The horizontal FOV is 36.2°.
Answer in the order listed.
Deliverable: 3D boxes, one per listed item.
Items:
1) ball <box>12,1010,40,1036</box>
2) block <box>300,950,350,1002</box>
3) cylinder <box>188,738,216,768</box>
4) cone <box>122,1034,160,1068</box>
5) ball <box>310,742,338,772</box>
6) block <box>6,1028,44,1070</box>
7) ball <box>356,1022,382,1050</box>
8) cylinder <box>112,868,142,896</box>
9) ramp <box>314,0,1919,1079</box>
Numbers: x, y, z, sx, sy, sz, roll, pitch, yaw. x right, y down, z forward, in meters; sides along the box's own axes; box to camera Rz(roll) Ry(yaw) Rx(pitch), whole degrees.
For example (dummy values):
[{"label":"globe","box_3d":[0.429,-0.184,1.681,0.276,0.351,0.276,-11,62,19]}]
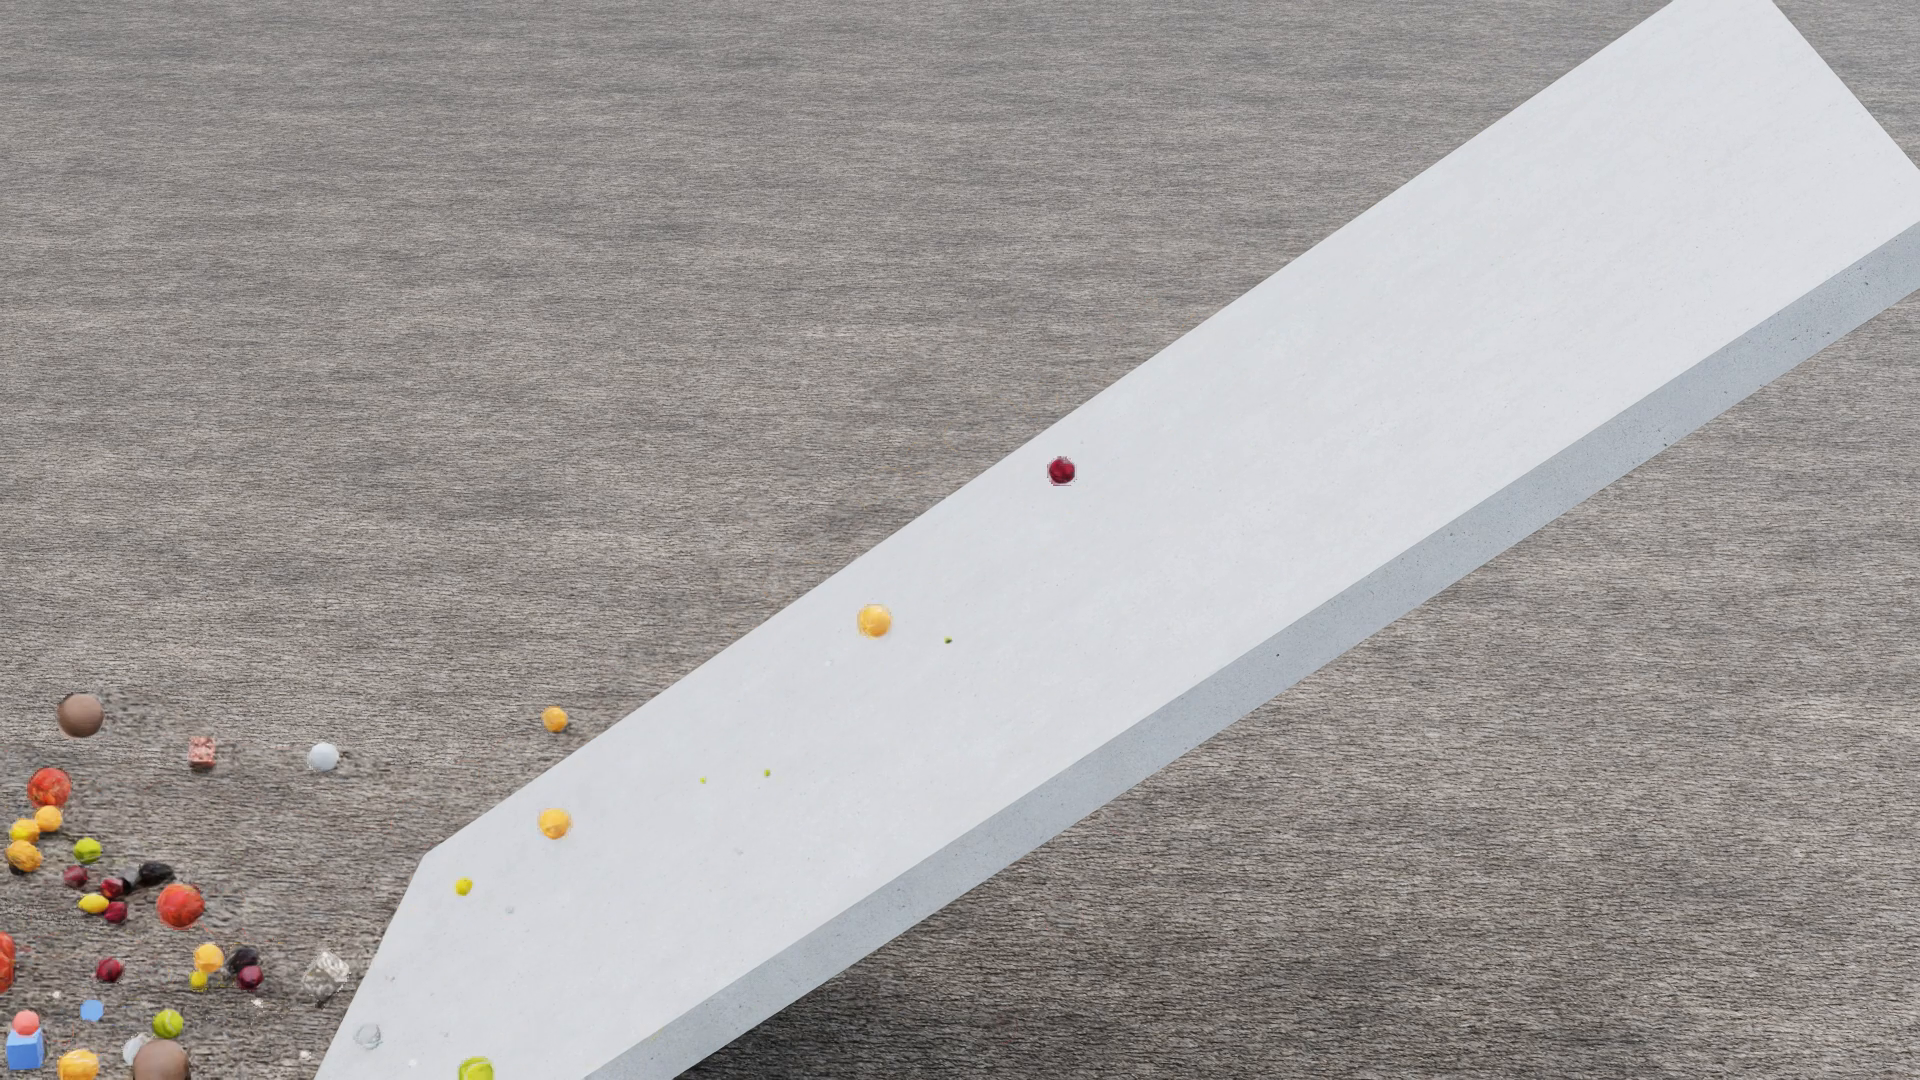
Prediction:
[{"label":"ball","box_3d":[-2.196,1.137,6.917,0.060,0.060,0.060,0,23,0]},{"label":"block","box_3d":[-1.571,1.077,7.277,0.076,0.076,0.076,40,20,-10]},{"label":"cylinder","box_3d":[-2.168,0.608,8.420,0.070,0.070,0.070,1,-20,0]},{"label":"cone","box_3d":[-1.937,1.189,6.961,0.085,0.085,0.085,9,46,-9]},{"label":"ball","box_3d":[-1.820,0.620,8.414,0.082,0.082,0.082,0,23,0]},{"label":"block","box_3d":[-2.225,1.212,7.002,0.069,0.069,0.069,-3,23,-6]},{"label":"ball","box_3d":[-1.344,1.127,6.686,0.059,0.059,0.059,0,23,0]},{"label":"cylinder","box_3d":[-2.199,0.902,7.764,0.057,0.057,0.057,5,23,12]},{"label":"ramp","box_3d":[0.129,0.179,6.321,4.000,0.100,2.000,-34,16,16]}]
